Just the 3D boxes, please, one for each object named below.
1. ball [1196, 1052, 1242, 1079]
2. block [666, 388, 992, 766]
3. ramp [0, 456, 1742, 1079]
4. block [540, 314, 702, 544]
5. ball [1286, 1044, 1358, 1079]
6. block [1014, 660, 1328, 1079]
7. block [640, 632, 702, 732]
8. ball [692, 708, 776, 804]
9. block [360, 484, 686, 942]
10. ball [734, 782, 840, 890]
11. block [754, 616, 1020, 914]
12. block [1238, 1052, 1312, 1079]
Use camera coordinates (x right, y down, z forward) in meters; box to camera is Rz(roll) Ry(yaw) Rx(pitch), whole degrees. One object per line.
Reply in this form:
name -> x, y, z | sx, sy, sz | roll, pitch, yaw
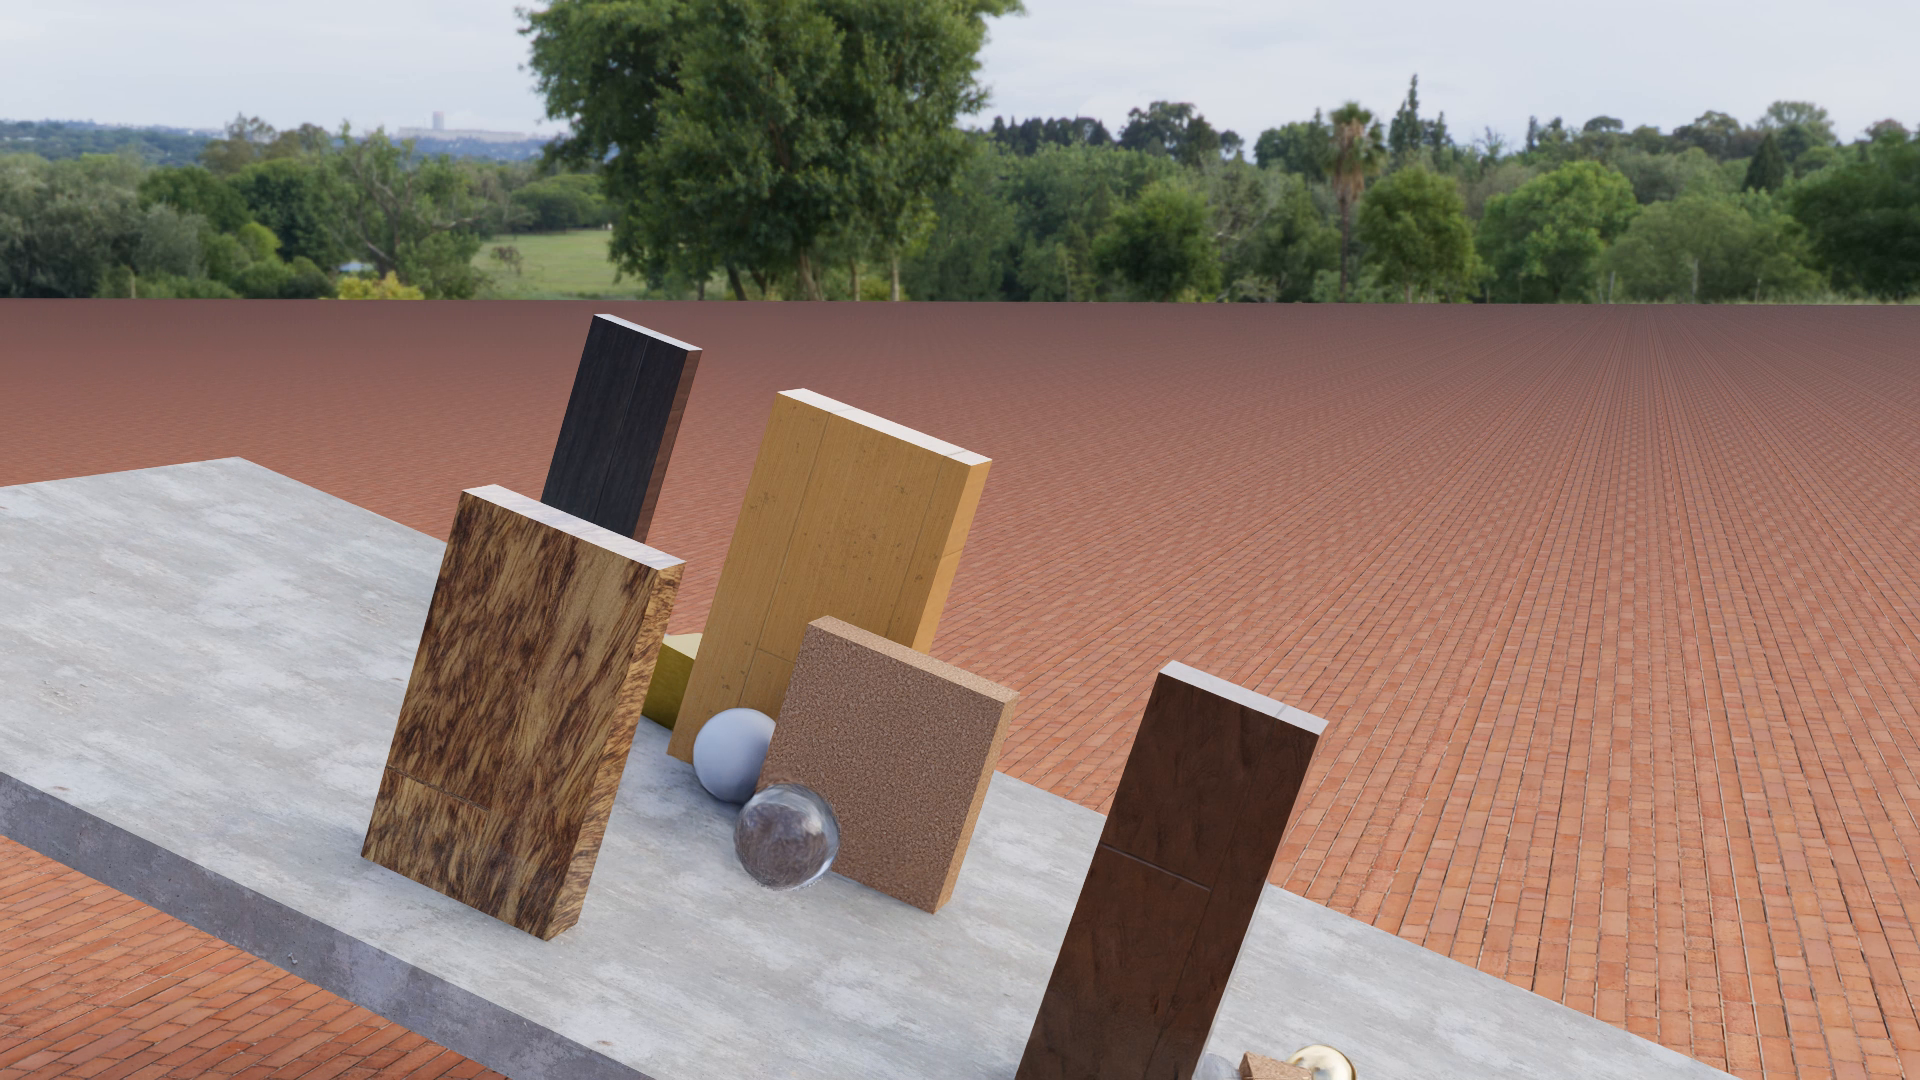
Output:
ball -> 0.408, 0.910, 3.630 | 0.122, 0.122, 0.122 | 0, 7, 0
block -> -0.270, 0.140, 4.472 | 0.426, 0.791, 0.147 | 21, 12, 14
ramp -> -0.348, 0.650, 4.220 | 4.000, 0.100, 2.000 | 21, 12, 14
block -> -0.831, -0.155, 5.176 | 0.251, 0.705, 0.081 | 21, 12, 14
ball -> 0.619, 0.938, 3.790 | 0.134, 0.134, 0.134 | 0, 7, 0
block -> 0.330, 0.585, 3.494 | 0.263, 0.735, 0.109 | 21, 12, 14
block -> -0.573, 0.314, 4.749 | 0.167, 0.167, 0.167 | 25, 13, 27
ball -> -0.437, 0.429, 4.380 | 0.190, 0.190, 0.190 | 0, 7, 0
block -> -0.710, 0.277, 3.557 | 0.356, 0.644, 0.106 | 21, 12, 14
ball -> -0.318, 0.543, 4.033 | 0.194, 0.194, 0.194 | 0, 7, 0
block -> -0.153, 0.427, 4.210 | 0.410, 0.438, 0.107 | 21, 12, 14
block -> 0.518, 0.943, 3.667 | 0.114, 0.114, 0.114 | 17, 12, -4
